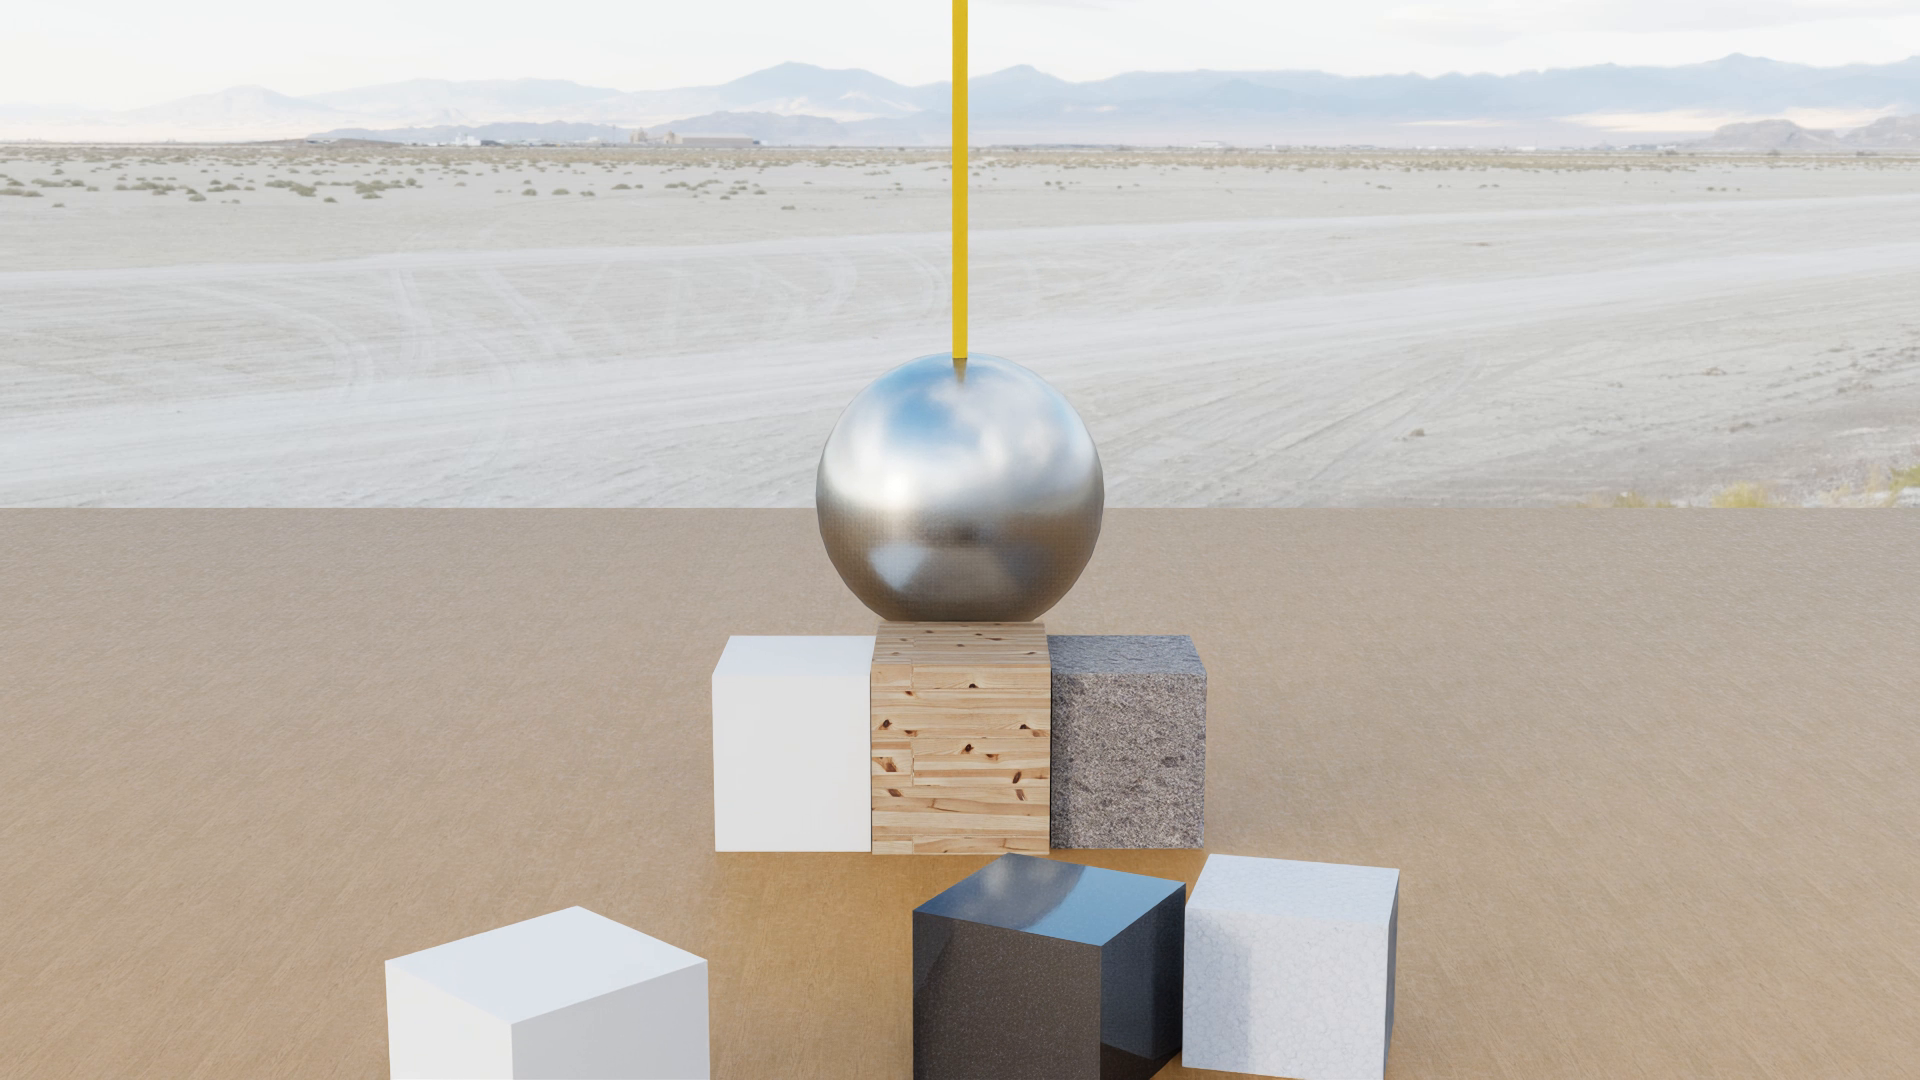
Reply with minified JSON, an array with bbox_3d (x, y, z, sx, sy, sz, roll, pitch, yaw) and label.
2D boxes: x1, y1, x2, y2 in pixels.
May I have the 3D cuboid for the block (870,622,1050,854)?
[{"bbox_3d":[0.006,1.001,11.344,0.881,0.972,0.973,0,10,0],"label":"block"}]

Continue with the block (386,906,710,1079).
[{"bbox_3d":[-1.456,1.805,7.800,0.813,0.658,0.790,-10,14,-44],"label":"block"}]

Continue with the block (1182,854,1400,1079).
[{"bbox_3d":[1.303,1.667,8.605,0.758,0.641,0.656,3,11,14],"label":"block"}]

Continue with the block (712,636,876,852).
[{"bbox_3d":[-0.834,1.034,11.358,0.778,0.902,0.894,0,10,0],"label":"block"}]

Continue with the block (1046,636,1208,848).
[{"bbox_3d":[0.840,1.029,11.382,0.766,0.904,0.862,0,10,0],"label":"block"}]

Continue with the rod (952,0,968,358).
[{"bbox_3d":[0.000,-3.439,10.998,0.080,5.200,0.080,0,20,0],"label":"rod"}]

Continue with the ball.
[{"bbox_3d":[0.000,-0.243,12.159,1.600,1.600,1.600,0,10,0],"label":"ball"}]

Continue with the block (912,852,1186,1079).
[{"bbox_3d":[0.348,1.685,8.395,0.773,0.681,0.775,6,12,28],"label":"block"}]
